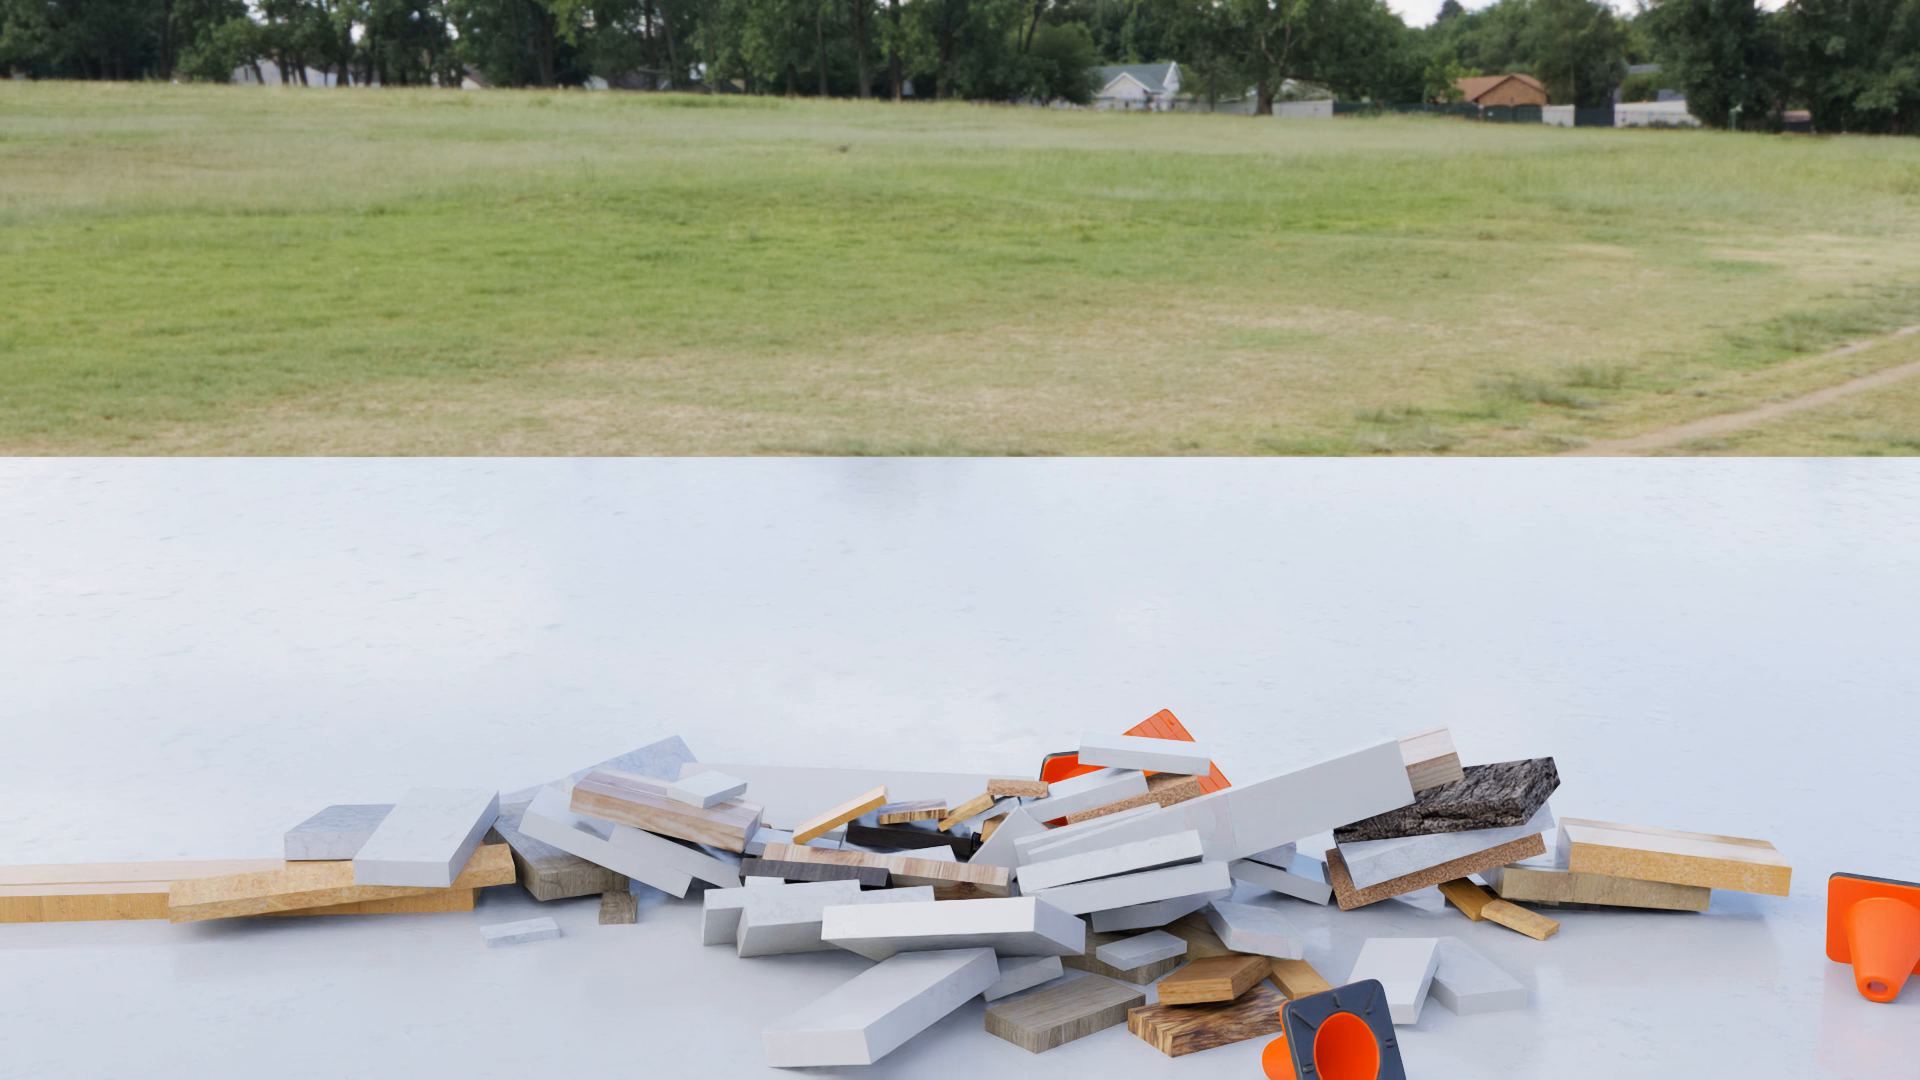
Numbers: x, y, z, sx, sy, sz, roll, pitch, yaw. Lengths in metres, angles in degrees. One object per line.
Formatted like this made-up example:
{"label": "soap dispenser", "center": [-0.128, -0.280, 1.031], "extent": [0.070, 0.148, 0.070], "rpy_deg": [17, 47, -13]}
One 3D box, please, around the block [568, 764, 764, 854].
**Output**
{"label": "block", "center": [-0.480, 0.441, 3.621], "extent": [0.291, 0.041, 0.145], "rpy_deg": [13, 10, 5]}

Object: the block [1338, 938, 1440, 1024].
{"label": "block", "center": [0.628, 0.641, 3.207], "extent": [0.107, 0.030, 0.214], "rpy_deg": [-5, 14, 23]}

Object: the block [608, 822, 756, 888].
{"label": "block", "center": [-0.432, 0.515, 3.659], "extent": [0.291, 0.041, 0.145], "rpy_deg": [22, 9, -5]}

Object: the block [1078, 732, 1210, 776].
{"label": "block", "center": [0.309, 0.357, 3.675], "extent": [0.216, 0.031, 0.108], "rpy_deg": [5, 8, 6]}

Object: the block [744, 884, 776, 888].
{"label": "block", "center": [-0.312, 0.579, 3.455], "extent": [0.060, 0.121, 0.017], "rpy_deg": [-2, 53, -11]}

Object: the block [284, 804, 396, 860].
{"label": "block", "center": [-1.060, 0.509, 3.850], "extent": [0.158, 0.045, 0.317], "rpy_deg": [-1, 2, -2]}

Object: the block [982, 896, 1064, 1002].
{"label": "block", "center": [0.064, 0.617, 3.332], "extent": [0.122, 0.034, 0.243], "rpy_deg": [-17, 15, -9]}

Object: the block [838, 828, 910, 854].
{"label": "block", "center": [-0.102, 0.539, 3.656], "extent": [0.205, 0.029, 0.103], "rpy_deg": [22, 10, -3]}

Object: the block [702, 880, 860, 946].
{"label": "block", "center": [-0.279, 0.580, 3.421], "extent": [0.238, 0.119, 0.034], "rpy_deg": [-2, 53, -11]}

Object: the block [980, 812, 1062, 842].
{"label": "block", "center": [0.136, 0.497, 3.654], "extent": [0.199, 0.028, 0.099], "rpy_deg": [14, 10, 1]}

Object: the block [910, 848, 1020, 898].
{"label": "block", "center": [0.018, 0.546, 3.661], "extent": [0.205, 0.029, 0.103], "rpy_deg": [17, 10, -3]}

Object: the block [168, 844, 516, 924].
{"label": "block", "center": [-0.994, 0.553, 3.552], "extent": [0.533, 0.028, 0.100], "rpy_deg": [-4, 16, -17]}

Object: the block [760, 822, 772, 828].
{"label": "block", "center": [-0.338, 0.522, 3.753], "extent": [0.060, 0.121, 0.017], "rpy_deg": [4, 51, 19]}

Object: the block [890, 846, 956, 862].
{"label": "block", "center": [-0.066, 0.525, 3.572], "extent": [0.113, 0.016, 0.057], "rpy_deg": [-6, 25, -10]}

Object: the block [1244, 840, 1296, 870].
{"label": "block", "center": [0.431, 0.481, 3.657], "extent": [0.249, 0.035, 0.125], "rpy_deg": [14, 11, 3]}

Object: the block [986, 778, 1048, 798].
{"label": "block", "center": [0.096, 0.413, 3.655], "extent": [0.099, 0.014, 0.050], "rpy_deg": [2, 9, 5]}

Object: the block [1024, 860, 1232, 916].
{"label": "block", "center": [0.250, 0.528, 3.320], "extent": [0.286, 0.041, 0.143], "rpy_deg": [-8, -8, -10]}

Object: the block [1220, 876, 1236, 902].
{"label": "block", "center": [0.334, 0.526, 3.664], "extent": [0.249, 0.035, 0.125], "rpy_deg": [22, 10, -2]}

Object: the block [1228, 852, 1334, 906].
{"label": "block", "center": [0.492, 0.537, 3.670], "extent": [0.249, 0.035, 0.125], "rpy_deg": [17, 11, 1]}

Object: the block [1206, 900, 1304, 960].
{"label": "block", "center": [0.446, 0.591, 3.344], "extent": [0.108, 0.031, 0.217], "rpy_deg": [9, 2, -3]}

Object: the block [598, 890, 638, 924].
{"label": "block", "center": [-0.555, 0.598, 3.581], "extent": [0.057, 0.016, 0.114], "rpy_deg": [-1, 11, -5]}

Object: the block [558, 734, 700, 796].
{"label": "block", "center": [-0.573, 0.460, 3.978], "extent": [0.044, 0.154, 0.309], "rpy_deg": [-45, -15, 29]}

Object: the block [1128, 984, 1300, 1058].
{"label": "block", "center": [0.360, 0.677, 3.115], "extent": [0.220, 0.031, 0.110], "rpy_deg": [-6, 12, -29]}

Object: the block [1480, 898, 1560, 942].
{"label": "block", "center": [0.892, 0.604, 3.504], "extent": [0.109, 0.015, 0.054], "rpy_deg": [20, 20, 36]}

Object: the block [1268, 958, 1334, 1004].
{"label": "block", "center": [0.503, 0.656, 3.267], "extent": [0.063, 0.018, 0.126], "rpy_deg": [-2, 11, -12]}

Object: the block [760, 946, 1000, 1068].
{"label": "block", "center": [-0.106, 0.653, 3.086], "extent": [0.172, 0.049, 0.344], "rpy_deg": [-10, 4, 32]}

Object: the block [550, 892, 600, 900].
{"label": "block", "center": [-0.653, 0.580, 3.679], "extent": [0.114, 0.016, 0.057], "rpy_deg": [-4, 11, -23]}

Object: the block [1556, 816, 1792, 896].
{"label": "block", "center": [1.166, 0.518, 3.608], "extent": [0.342, 0.048, 0.171], "rpy_deg": [6, 7, 8]}

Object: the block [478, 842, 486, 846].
{"label": "block", "center": [-0.753, 0.549, 3.814], "extent": [0.201, 0.028, 0.100], "rpy_deg": [4, 11, 23]}

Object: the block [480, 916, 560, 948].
{"label": "block", "center": [-0.695, 0.619, 3.469], "extent": [0.114, 0.016, 0.057], "rpy_deg": [-5, 11, -23]}

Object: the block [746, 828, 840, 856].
{"label": "block", "center": [-0.276, 0.511, 3.656], "extent": [0.157, 0.022, 0.078], "rpy_deg": [11, 10, -4]}

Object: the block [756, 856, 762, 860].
{"label": "block", "center": [-0.265, 0.551, 3.661], "extent": [0.157, 0.022, 0.078], "rpy_deg": [22, 10, -4]}

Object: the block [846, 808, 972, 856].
{"label": "block", "center": [-0.086, 0.484, 3.665], "extent": [0.205, 0.029, 0.103], "rpy_deg": [7, 10, -4]}

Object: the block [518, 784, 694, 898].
{"label": "block", "center": [-0.577, 0.500, 3.656], "extent": [0.291, 0.041, 0.145], "rpy_deg": [23, 9, -3]}

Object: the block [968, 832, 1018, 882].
{"label": "block", "center": [0.111, 0.544, 3.665], "extent": [0.199, 0.028, 0.099], "rpy_deg": [19, 10, -2]}

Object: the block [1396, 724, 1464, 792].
{"label": "block", "center": [0.667, 0.398, 3.679], "extent": [0.331, 0.047, 0.166], "rpy_deg": [-18, 8, 10]}
